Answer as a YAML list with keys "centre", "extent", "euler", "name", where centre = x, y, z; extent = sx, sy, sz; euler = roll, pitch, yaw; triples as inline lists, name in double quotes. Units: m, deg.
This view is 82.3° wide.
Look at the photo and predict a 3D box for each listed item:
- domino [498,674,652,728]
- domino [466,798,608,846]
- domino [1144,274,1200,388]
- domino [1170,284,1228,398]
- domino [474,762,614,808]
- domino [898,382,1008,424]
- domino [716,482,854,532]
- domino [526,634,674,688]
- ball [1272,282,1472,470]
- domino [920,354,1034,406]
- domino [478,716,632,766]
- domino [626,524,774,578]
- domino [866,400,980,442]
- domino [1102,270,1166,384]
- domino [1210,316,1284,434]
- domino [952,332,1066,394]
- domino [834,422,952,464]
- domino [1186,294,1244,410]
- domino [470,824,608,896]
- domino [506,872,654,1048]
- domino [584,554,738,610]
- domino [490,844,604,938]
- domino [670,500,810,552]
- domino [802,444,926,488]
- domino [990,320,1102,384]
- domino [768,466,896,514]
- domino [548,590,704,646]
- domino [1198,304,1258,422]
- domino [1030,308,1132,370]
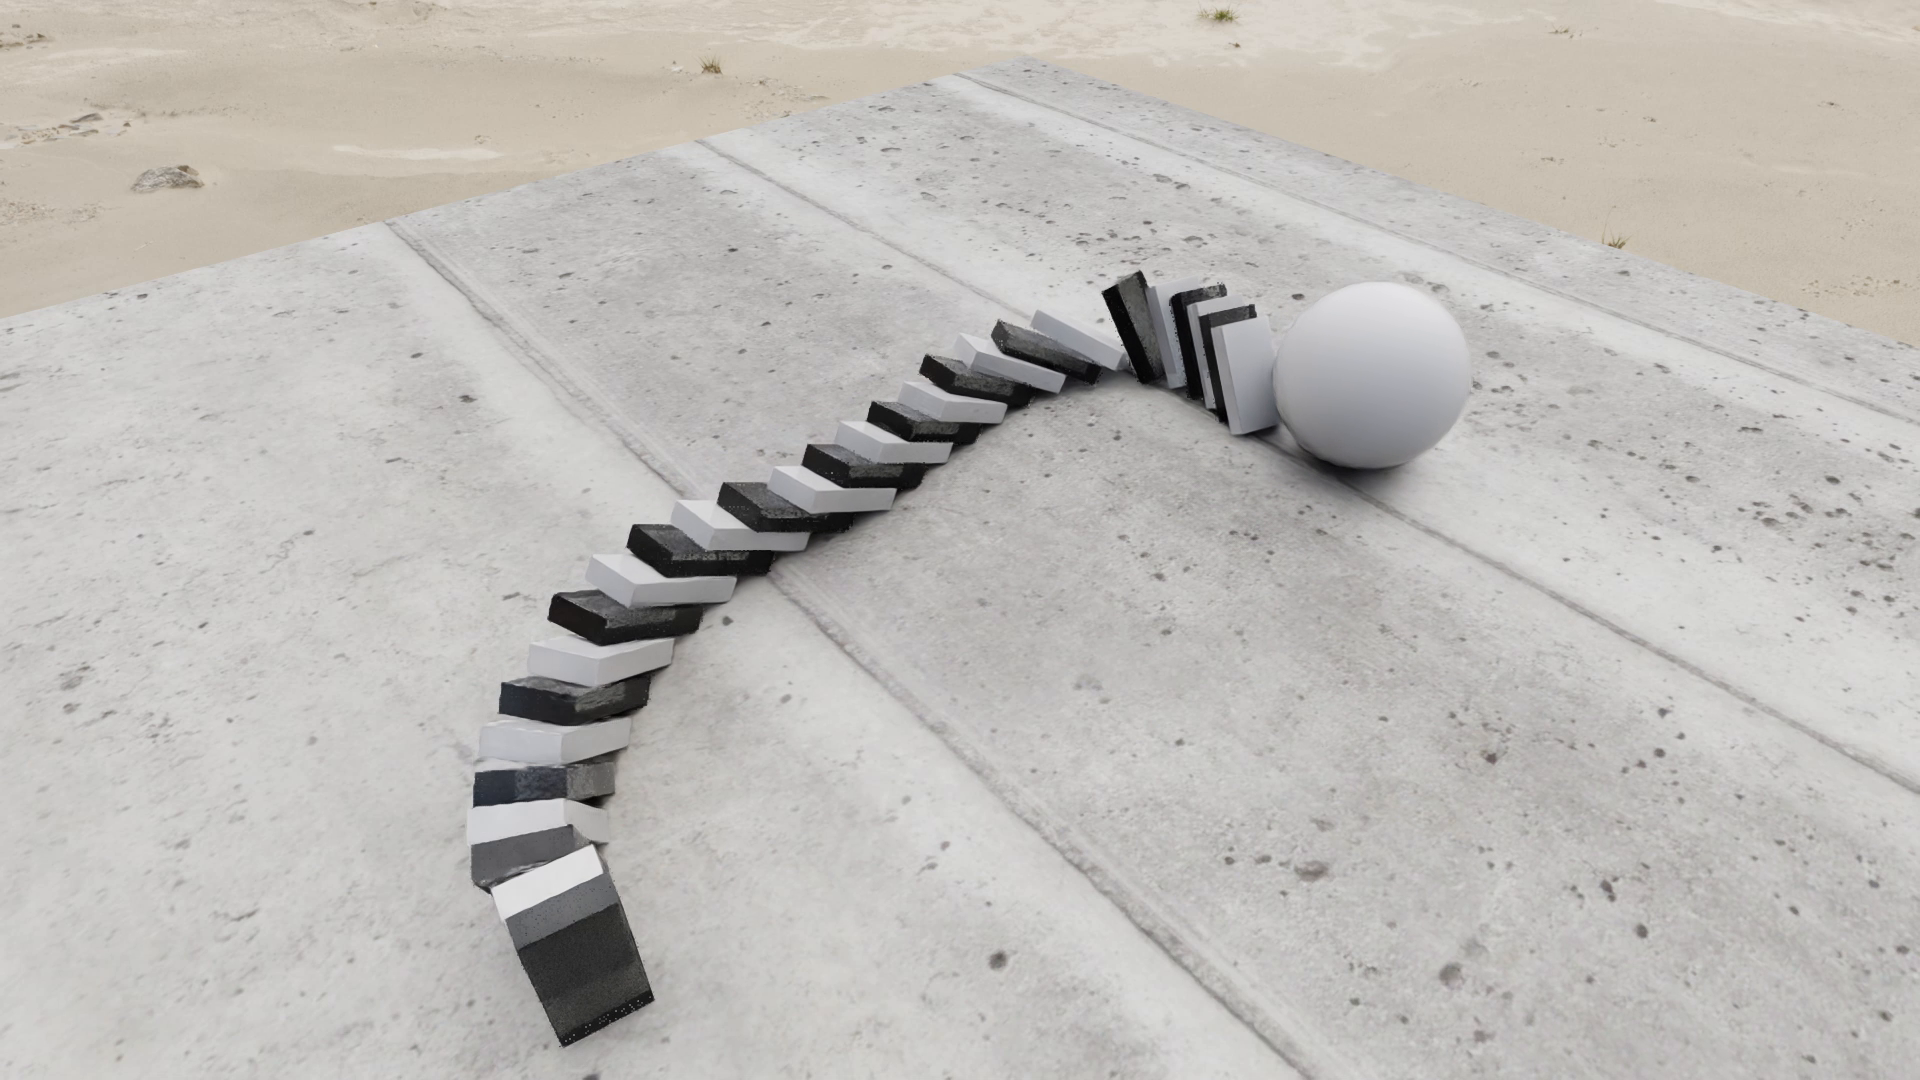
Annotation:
- centre: [-0.124, 0.050, 0.359]
  extent: [0.025, 0.010, 0.050]
  euler: [8, 1, 10]
  name: "domino"
- centre: [-0.119, 0.082, 0.314]
  extent: [0.025, 0.050, 0.009]
  euler: [-5, 73, -6]
  name: "domino"
- centre: [0.109, -0.102, 0.539]
  extent: [0.025, 0.050, 0.009]
  euler: [-18, 7, -21]
  name: "domino"
- centre: [0.120, -0.096, 0.532]
  extent: [0.025, 0.050, 0.009]
  euler: [-15, 6, -18]
  name: "domino"
- centre: [-0.122, 0.072, 0.328]
  extent: [0.025, 0.050, 0.009]
  euler: [-2, 80, -3]
  name: "domino"
- centre: [-0.003, -0.063, 0.502]
  extent: [0.025, 0.010, 0.050]
  euler: [28, 19, 30]
  name: "domino"
- centre: [-0.069, -0.013, 0.441]
  extent: [0.025, 0.010, 0.050]
  euler: [32, 20, 33]
  name: "domino"
- centre: [-0.121, 0.039, 0.374]
  extent: [0.025, 0.010, 0.050]
  euler: [10, 5, 12]
  name: "domino"
- centre: [0.176, -0.070, 0.473]
  extent: [0.080, 0.080, 0.080]
  euler: [0, 39, 0]
  name: "ball"
- centre: [0.008, -0.075, 0.517]
  extent: [0.050, 0.009, 0.025]
  euler: [3, 27, -42]
  name: "domino"
- centre: [-0.125, 0.061, 0.344]
  extent: [0.025, 0.009, 0.050]
  euler: [5, -3, 6]
  name: "domino"
- centre: [-0.098, 0.004, 0.420]
  extent: [0.025, 0.009, 0.050]
  euler: [31, 17, 32]
  name: "domino"
- centre: [-0.016, -0.052, 0.490]
  extent: [0.025, 0.010, 0.050]
  euler: [28, 19, 30]
  name: "domino"
- centre: [0.089, -0.105, 0.541]
  extent: [0.010, 0.050, 0.025]
  euler: [-13, 19, 45]
  name: "domino"
- centre: [0.133, -0.076, 0.507]
  extent: [0.025, 0.050, 0.009]
  euler: [-15, 7, -18]
  name: "domino"
- centre: [0.024, -0.085, 0.529]
  extent: [0.050, 0.010, 0.025]
  euler: [11, 25, -28]
  name: "domino"
- centre: [-0.028, -0.042, 0.478]
  extent: [0.025, 0.010, 0.050]
  euler: [28, 19, 30]
  name: "domino"
- centre: [0.126, -0.090, 0.524]
  extent: [0.025, 0.050, 0.009]
  euler: [-15, 7, -18]
  name: "domino"
- centre: [-0.113, 0.091, 0.301]
  extent: [0.025, 0.050, 0.009]
  euler: [-10, 64, -11]
  name: "domino"
- centre: [-0.095, 0.108, 0.280]
  extent: [0.025, 0.050, 0.010]
  euler: [-21, 46, -24]
  name: "domino"
- centre: [-0.110, 0.014, 0.406]
  extent: [0.025, 0.010, 0.050]
  euler: [26, 14, 28]
  name: "domino"
- centre: [-0.104, 0.100, 0.289]
  extent: [0.025, 0.050, 0.010]
  euler: [-21, 58, -23]
  name: "domino"
- centre: [-0.085, -0.006, 0.431]
  extent: [0.025, 0.010, 0.050]
  euler: [32, 19, 33]
  name: "domino"
- centre: [-0.040, -0.031, 0.464]
  extent: [0.025, 0.009, 0.050]
  euler: [28, 18, 30]
  name: "domino"
- centre: [0.042, -0.092, 0.536]
  extent: [0.050, 0.010, 0.025]
  euler: [15, 23, -20]
  name: "domino"
- centre: [-0.052, -0.021, 0.451]
  extent: [0.025, 0.009, 0.050]
  euler: [28, 18, 30]
  name: "domino"
- centre: [-0.118, 0.026, 0.391]
  extent: [0.025, 0.009, 0.050]
  euler: [21, 10, 23]
  name: "domino"
- centre: [0.130, -0.083, 0.515]
  extent: [0.025, 0.050, 0.009]
  euler: [-15, 7, -18]
  name: "domino"
- centre: [0.062, -0.101, 0.552]
  extent: [0.050, 0.010, 0.025]
  euler: [32, 23, 19]
  name: "domino"
